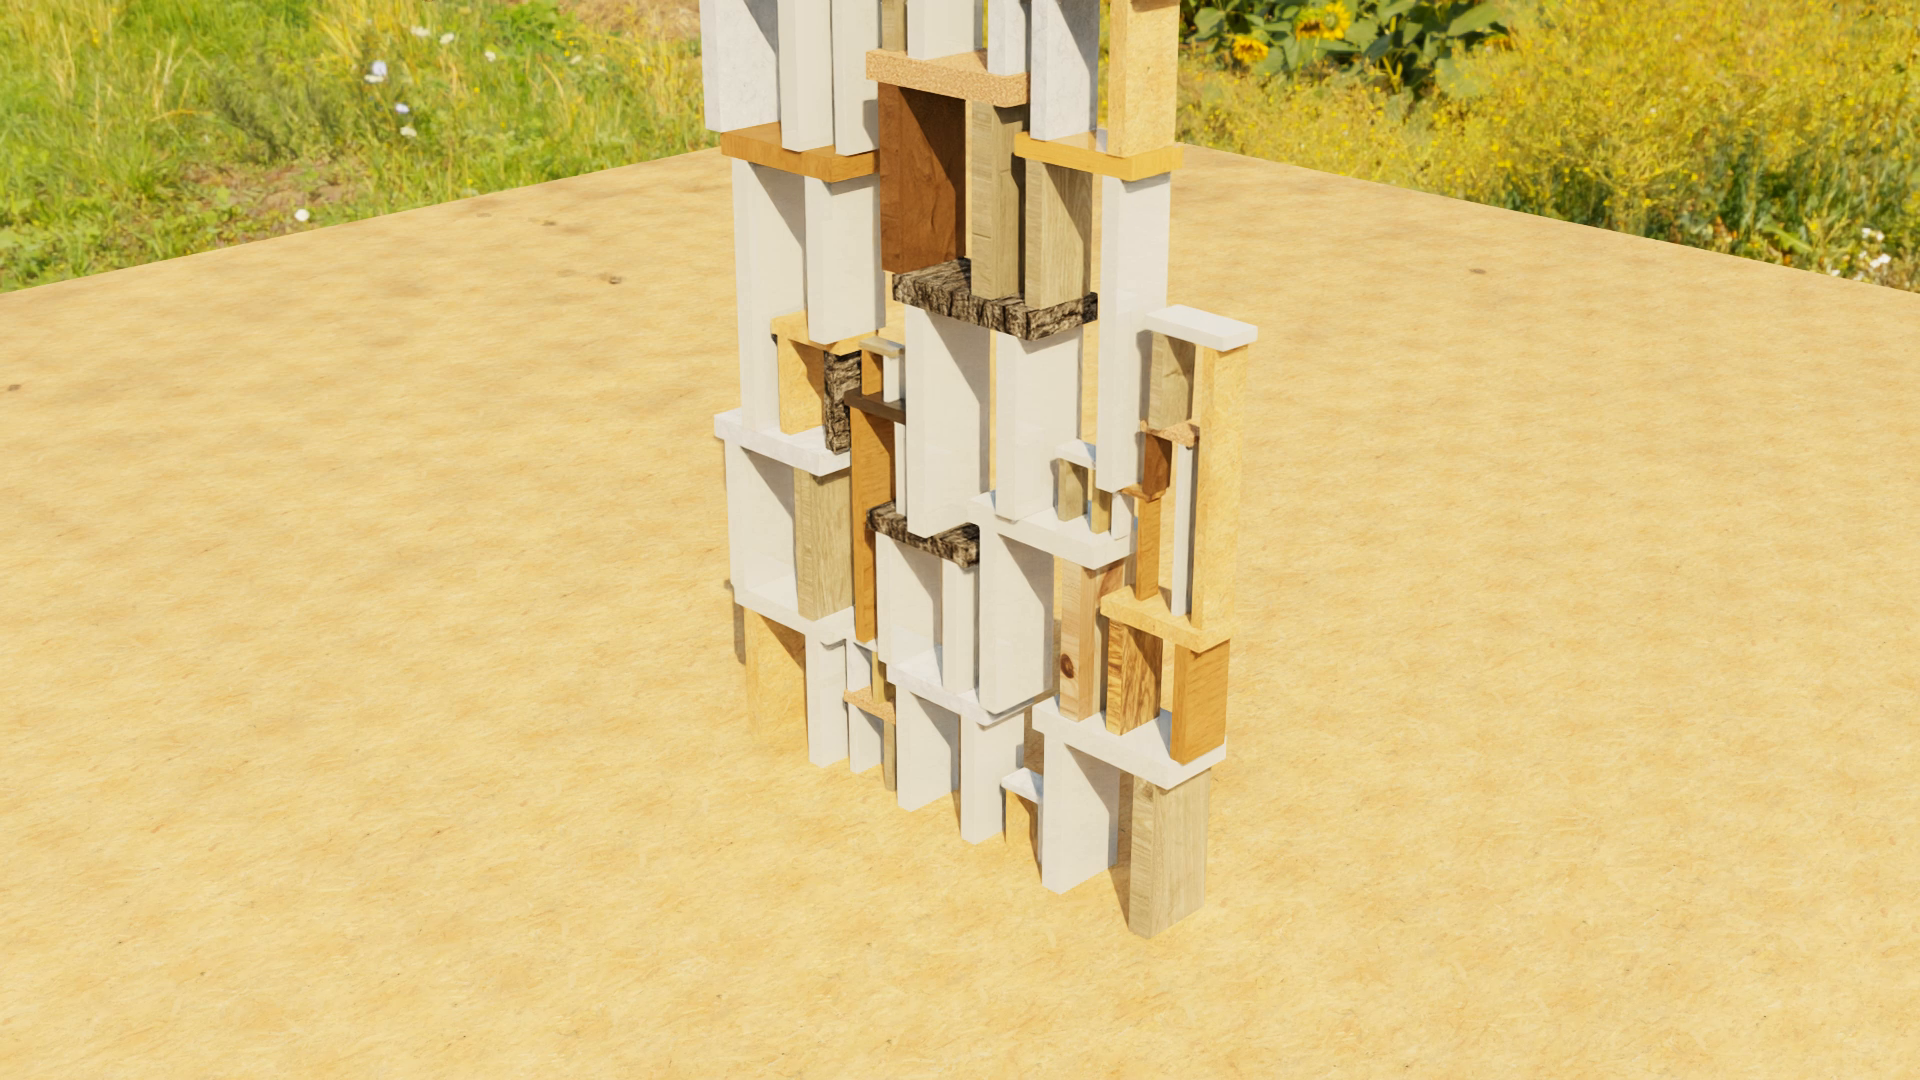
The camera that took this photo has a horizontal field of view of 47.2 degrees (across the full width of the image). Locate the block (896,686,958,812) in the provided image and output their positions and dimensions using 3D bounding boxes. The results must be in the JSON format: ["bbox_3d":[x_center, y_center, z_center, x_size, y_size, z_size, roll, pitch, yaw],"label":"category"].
[{"bbox_3d":[-0.065,0.401,4.463,0.039,0.275,0.137,21,31,41],"label":"block"}]

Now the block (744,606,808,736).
[{"bbox_3d":[-0.392,0.263,4.762,0.042,0.297,0.148,21,31,41],"label":"block"}]

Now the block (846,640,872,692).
[{"bbox_3d":[-0.207,0.251,4.551,0.017,0.117,0.059,21,31,41],"label":"block"}]

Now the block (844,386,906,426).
[{"bbox_3d":[-0.127,-0.265,4.258,0.187,0.027,0.094,21,31,41],"label":"block"}]

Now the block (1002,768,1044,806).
[{"bbox_3d":[0.150,0.482,4.274,0.128,0.018,0.064,21,31,41],"label":"block"}]

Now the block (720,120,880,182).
[{"bbox_3d":[-0.294,-0.750,4.222,0.322,0.046,0.161,21,31,41],"label":"block"}]

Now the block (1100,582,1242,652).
[{"bbox_3d":[0.370,0.132,3.872,0.226,0.032,0.113,21,31,41],"label":"block"}]

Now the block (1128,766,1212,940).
[{"bbox_3d":[0.385,0.554,4.035,0.046,0.328,0.164,21,31,41],"label":"block"}]

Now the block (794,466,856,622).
[{"bbox_3d":[-0.258,-0.013,4.504,0.163,0.327,0.046,-21,31,-41],"label":"block"}]

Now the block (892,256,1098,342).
[{"bbox_3d":[0.060,-0.439,3.967,0.347,0.049,0.174,21,31,40],"label":"block"}]

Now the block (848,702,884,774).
[{"bbox_3d":[-0.195,0.403,4.606,0.023,0.160,0.080,21,31,41],"label":"block"}]

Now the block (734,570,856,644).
[{"bbox_3d":[-0.322,0.134,4.631,0.297,0.042,0.148,21,31,41],"label":"block"}]

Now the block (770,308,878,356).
[{"bbox_3d":[-0.268,-0.412,4.347,0.205,0.029,0.103,21,31,41],"label":"block"}]

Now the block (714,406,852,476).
[{"bbox_3d":[-0.335,-0.214,4.502,0.327,0.046,0.163,21,31,41],"label":"block"}]

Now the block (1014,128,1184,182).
[{"bbox_3d":[0.232,-0.655,3.697,0.261,0.037,0.131,21,31,40],"label":"block"}]

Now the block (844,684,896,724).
[{"bbox_3d":[-0.157,0.333,4.536,0.160,0.023,0.080,21,31,41],"label":"block"}]

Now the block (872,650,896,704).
[{"bbox_3d":[-0.152,0.273,4.500,0.017,0.117,0.058,21,31,40],"label":"block"}]

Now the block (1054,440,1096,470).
[{"bbox_3d":[0.233,-0.149,3.909,0.060,0.017,0.120,-21,31,-40],"label":"block"}]

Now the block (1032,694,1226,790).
[{"bbox_3d":[0.308,0.352,4.033,0.328,0.046,0.164,21,31,41],"label":"block"}]

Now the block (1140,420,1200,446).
[{"bbox_3d":[0.368,-0.187,3.748,0.056,0.016,0.113,-19,30,-39],"label":"block"}]

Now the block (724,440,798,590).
[{"bbox_3d":[-0.412,-0.073,4.646,0.163,0.327,0.046,-21,31,-41],"label":"block"}]

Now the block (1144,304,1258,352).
[{"bbox_3d":[0.399,-0.353,3.647,0.086,0.024,0.172,-20,30,-39],"label":"block"}]

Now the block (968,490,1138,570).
[{"bbox_3d":[0.181,-0.033,4.020,0.157,0.044,0.314,-21,31,-40],"label":"block"}]

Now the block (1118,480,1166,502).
[{"bbox_3d":[0.310,-0.091,3.849,0.092,0.013,0.046,21,31,40],"label":"block"}]

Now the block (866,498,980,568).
[{"bbox_3d":[-0.036,-0.023,4.252,0.139,0.039,0.277,-21,31,-40],"label":"block"}]

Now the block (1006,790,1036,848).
[{"bbox_3d":[0.119,0.538,4.330,0.018,0.128,0.064,21,31,41],"label":"block"}]

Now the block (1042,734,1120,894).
[{"bbox_3d":[0.231,0.494,4.177,0.046,0.328,0.164,21,31,41],"label":"block"}]

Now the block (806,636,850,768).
[{"bbox_3d":[-0.252,0.317,4.633,0.042,0.297,0.149,21,31,41],"label":"block"}]

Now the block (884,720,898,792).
[{"bbox_3d":[-0.119,0.432,4.537,0.023,0.160,0.080,21,31,41],"label":"block"}]

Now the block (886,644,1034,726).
[{"bbox_3d":[-0.001,0.283,4.342,0.274,0.039,0.137,21,31,40],"label":"block"}]

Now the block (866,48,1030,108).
[{"bbox_3d":[0.015,-0.822,3.862,0.345,0.049,0.172,21,31,40],"label":"block"}]

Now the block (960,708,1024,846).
[{"bbox_3d":[0.064,0.452,4.344,0.039,0.274,0.137,21,31,41],"label":"block"}]

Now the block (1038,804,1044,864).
[{"bbox_3d":[0.180,0.561,4.274,0.018,0.128,0.064,21,31,41],"label":"block"}]

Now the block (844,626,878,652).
[{"bbox_3d":[-0.178,0.201,4.498,0.117,0.017,0.058,21,31,40],"label":"block"}]

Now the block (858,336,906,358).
[{"bbox_3d":[-0.147,-0.371,4.223,0.046,0.013,0.092,-21,31,-40],"label":"block"}]
